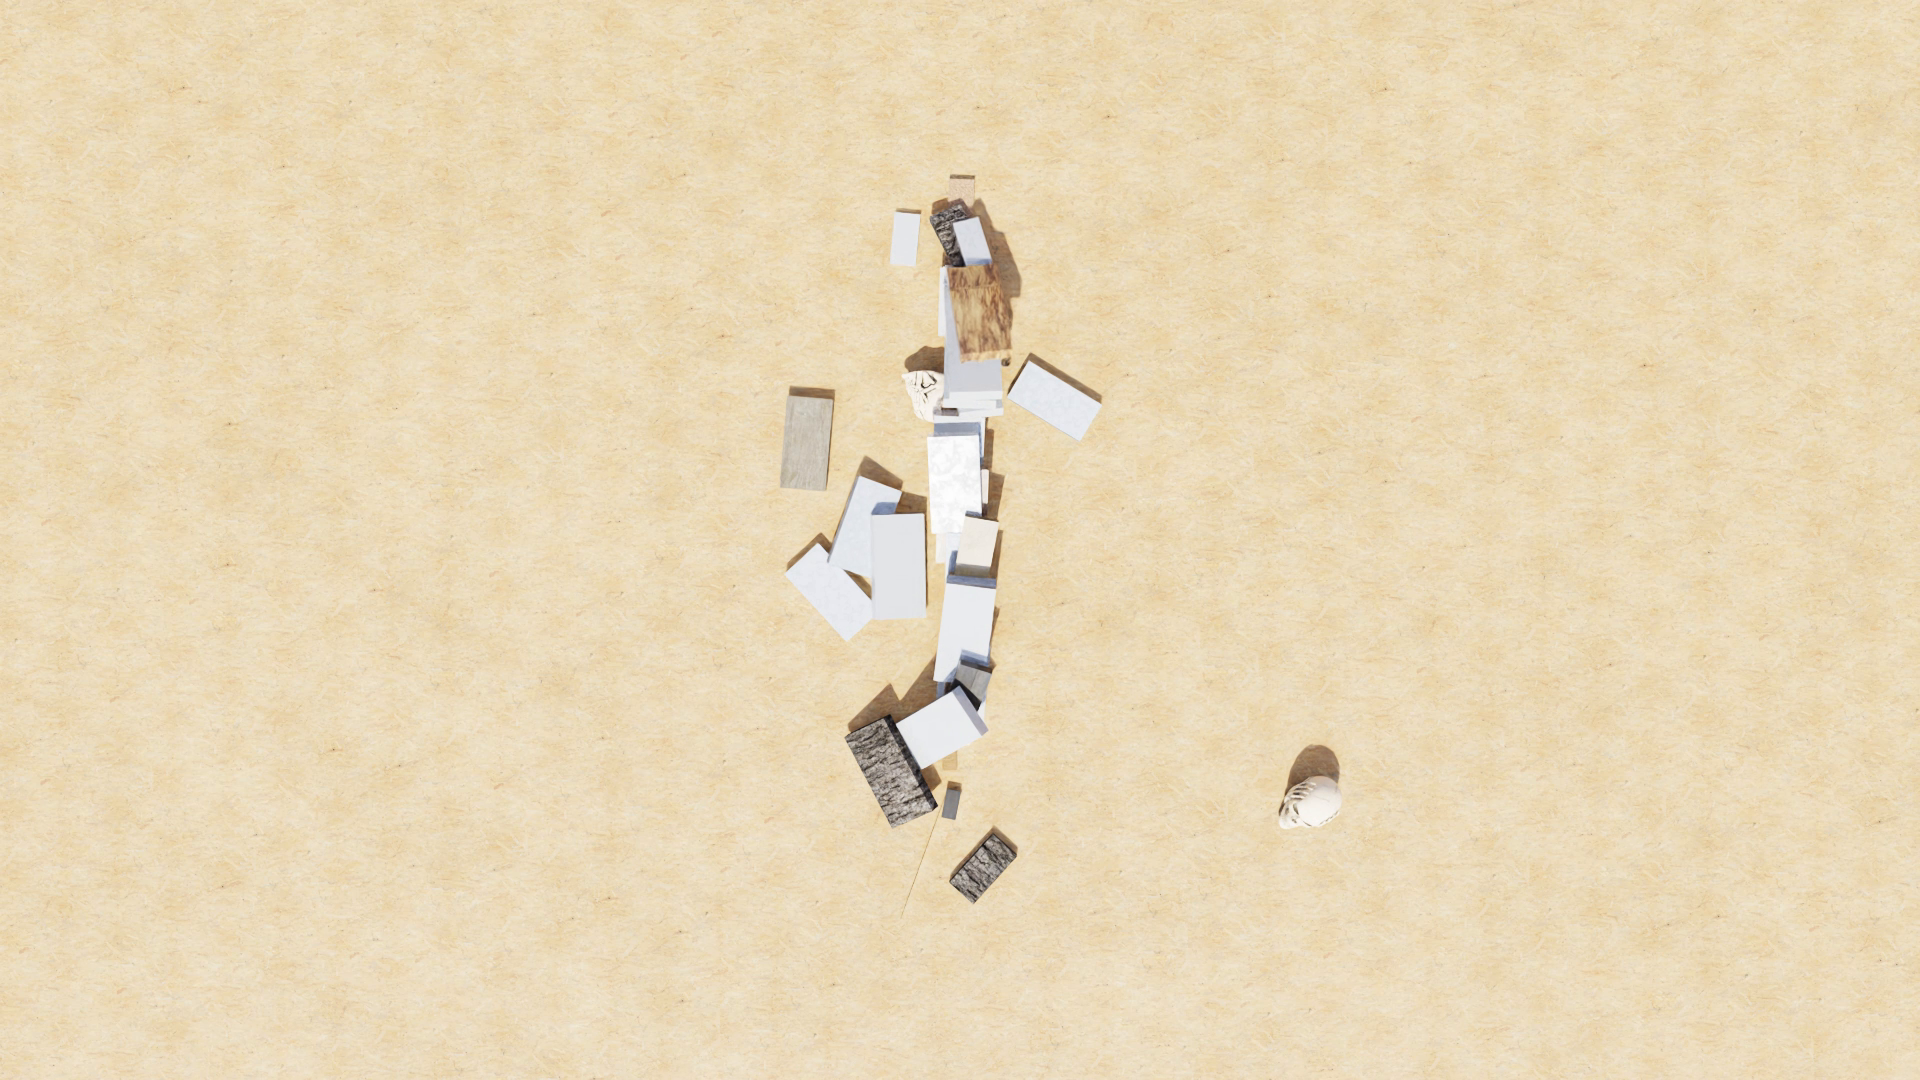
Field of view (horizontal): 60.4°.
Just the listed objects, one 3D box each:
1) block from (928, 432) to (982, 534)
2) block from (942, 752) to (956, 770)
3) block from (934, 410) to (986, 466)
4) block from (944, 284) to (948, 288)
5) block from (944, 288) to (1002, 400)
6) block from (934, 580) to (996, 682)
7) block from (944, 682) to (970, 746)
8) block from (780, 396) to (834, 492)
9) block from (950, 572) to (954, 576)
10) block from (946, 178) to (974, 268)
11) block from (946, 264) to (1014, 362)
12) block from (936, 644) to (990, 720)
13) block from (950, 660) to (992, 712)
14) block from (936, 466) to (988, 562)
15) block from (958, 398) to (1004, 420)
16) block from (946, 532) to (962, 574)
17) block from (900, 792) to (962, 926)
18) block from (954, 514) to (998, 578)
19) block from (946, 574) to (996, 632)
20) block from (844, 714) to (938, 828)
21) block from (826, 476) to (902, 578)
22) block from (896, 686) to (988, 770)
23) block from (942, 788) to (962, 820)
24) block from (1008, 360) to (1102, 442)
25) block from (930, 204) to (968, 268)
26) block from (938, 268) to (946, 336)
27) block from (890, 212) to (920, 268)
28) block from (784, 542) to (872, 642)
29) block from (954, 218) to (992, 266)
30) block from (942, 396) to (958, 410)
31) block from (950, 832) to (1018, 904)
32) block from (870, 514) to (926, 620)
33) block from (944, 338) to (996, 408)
[{"bbox_3d":[-0.016,-0.185,5.330,0.164,0.046,0.328,-2,111,1],"label":"block"},{"bbox_3d":[-0.035,0.717,5.493,0.049,0.014,0.097,-1,90,0],"label":"block"},{"bbox_3d":[-0.007,-0.266,5.397,0.164,0.046,0.328,2,120,-1],"label":"block"},{"bbox_3d":[0.010,-0.737,5.434,0.112,0.032,0.224,-5,102,0],"label":"block"},{"bbox_3d":[0.040,-0.634,5.292,0.167,0.047,0.401,-2,63,-3],"label":"block"},{"bbox_3d":[0.015,0.303,5.335,0.162,0.046,0.324,7,100,-1],"label":"block"},{"bbox_3d":[-0.007,0.562,5.416,0.108,0.031,0.217,7,106,-1],"label":"block"},{"bbox_3d":[-0.509,-0.319,5.478,0.153,0.043,0.305,5,90,0],"label":"block"},{"bbox_3d":[0.012,0.221,5.452,0.112,0.032,0.224,5,106,-1],"label":"block"},{"bbox_3d":[-0.003,-0.985,5.488,0.086,0.024,0.427,2,90,0],"label":"block"},{"bbox_3d":[0.061,-0.730,5.288,0.167,0.047,0.334,-6,64,-5],"label":"block"},{"bbox_3d":[0.007,0.486,5.433,0.162,0.046,0.324,5,107,-1],"label":"block"},{"bbox_3d":[0.022,0.495,5.338,0.108,0.031,0.217,17,119,-4],"label":"block"},{"bbox_3d":[0.007,-0.084,5.419,0.164,0.046,0.328,1,111,0],"label":"block"},{"bbox_3d":[0.046,-0.525,5.346,0.141,0.040,0.283,-7,61,-6],"label":"block"},{"bbox_3d":[0.009,0.073,5.437,0.112,0.032,0.224,1,116,0],"label":"block"},{"bbox_3d":[-0.096,1.054,5.493,0.049,0.014,0.467,20,90,0],"label":"block"},{"bbox_3d":[0.051,0.035,5.364,0.112,0.032,0.224,10,107,-3],"label":"block"},{"bbox_3d":[0.022,0.277,5.413,0.162,0.046,0.324,5,113,-1],"label":"block"},{"bbox_3d":[-0.227,0.764,5.440,0.171,0.049,0.343,-28,90,27],"label":"block"},{"bbox_3d":[-0.317,-0.043,5.450,0.153,0.043,0.305,20,87,-17],"label":"block"},{"bbox_3d":[-0.080,0.622,5.373,0.347,0.049,0.171,-34,90,38],"label":"block"},{"bbox_3d":[-0.029,0.878,5.479,0.049,0.014,0.097,11,90,0],"label":"block"},{"bbox_3d":[0.313,-0.460,5.480,0.283,0.040,0.141,31,90,0],"label":"block"},{"bbox_3d":[-0.003,-0.986,5.427,0.112,0.032,0.224,-24,76,-8],"label":"block"},{"bbox_3d":[-0.013,-0.787,5.456,0.112,0.032,0.224,1,102,-1],"label":"block"},{"bbox_3d":[-0.182,-0.999,5.488,0.086,0.024,0.171,6,90,0],"label":"block"},{"bbox_3d":[-0.422,0.174,5.478,0.153,0.043,0.305,-43,90,0],"label":"block"},{"bbox_3d":[0.042,-0.966,5.393,0.086,0.024,0.171,-15,75,-5],"label":"block"},{"bbox_3d":[0.003,-0.330,5.410,0.141,0.040,0.283,3,120,-2],"label":"block"},{"bbox_3d":[0.077,1.093,5.485,0.108,0.031,0.217,42,90,0],"label":"block"},{"bbox_3d":[-0.204,0.087,5.442,0.171,0.049,0.343,-2,93,-17],"label":"block"},{"bbox_3d":[0.033,-0.579,5.322,0.167,0.047,0.334,2,61,-1],"label":"block"}]
